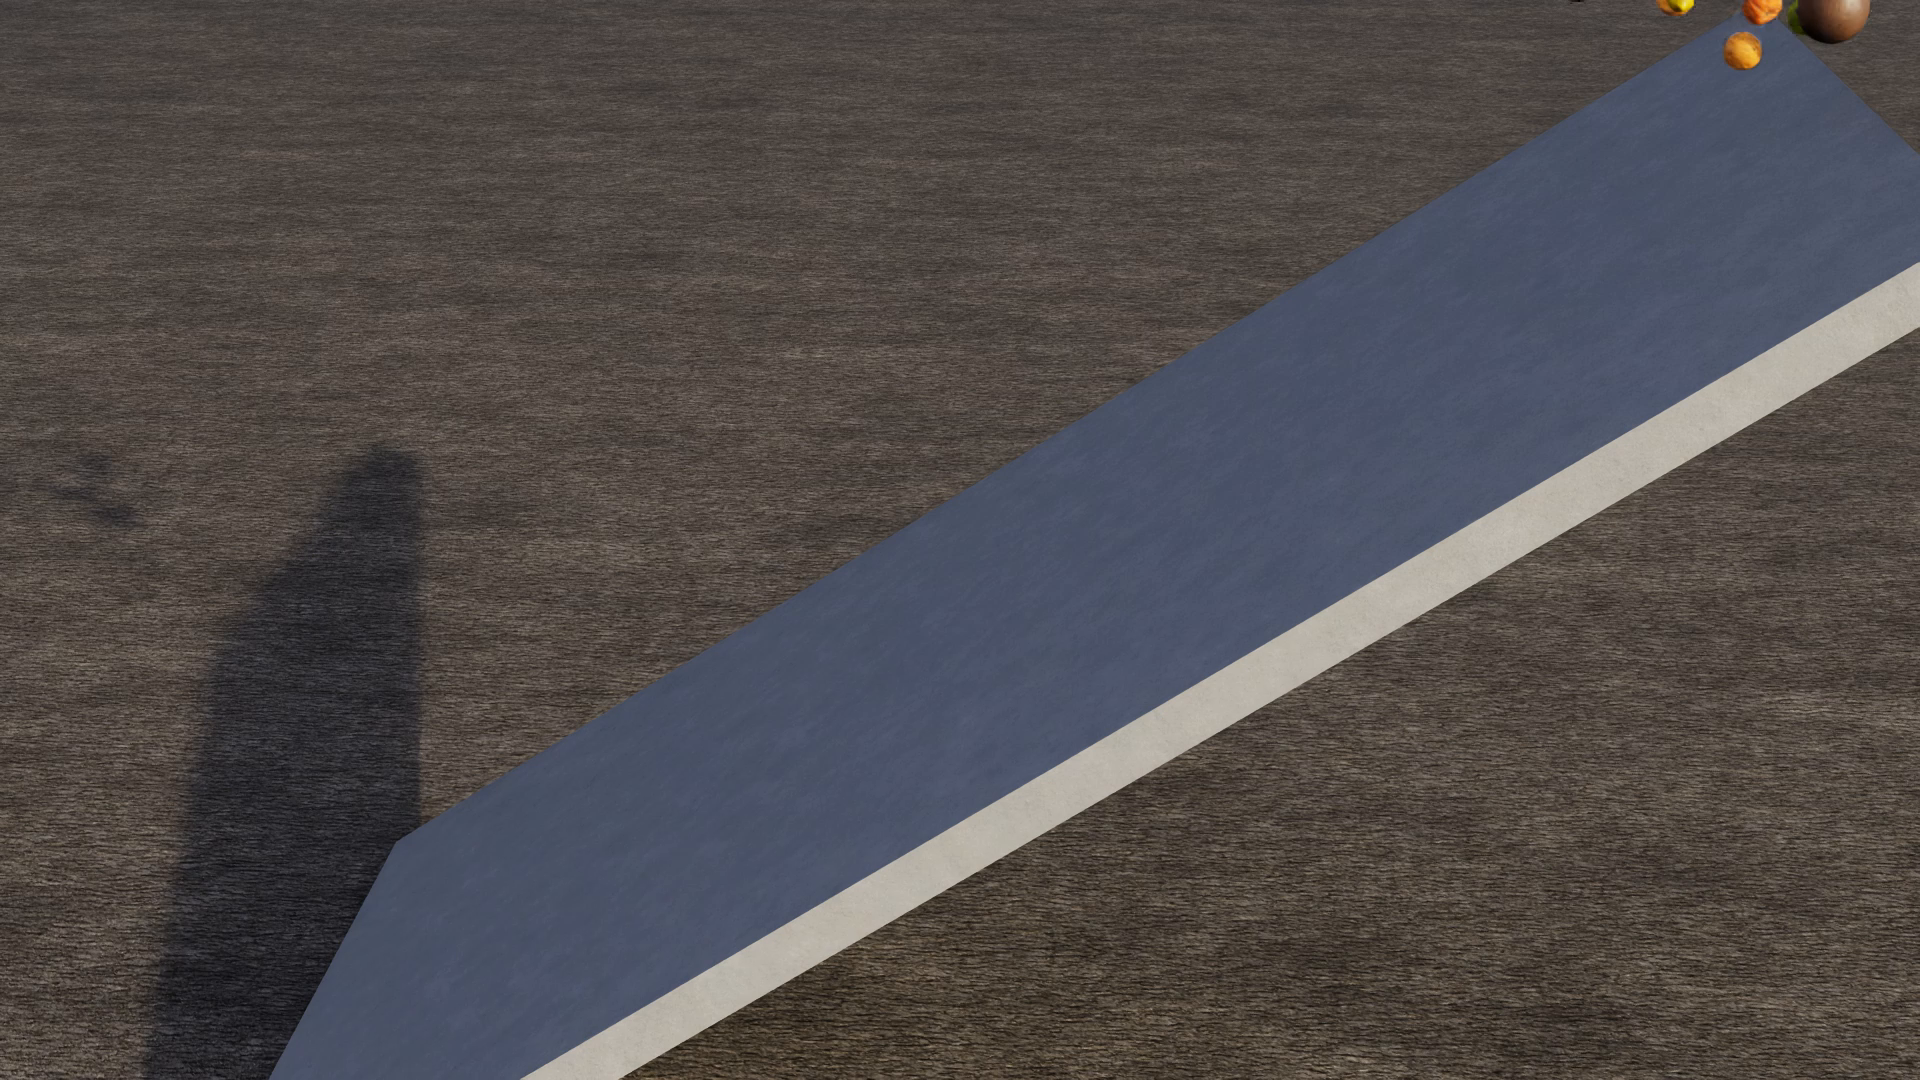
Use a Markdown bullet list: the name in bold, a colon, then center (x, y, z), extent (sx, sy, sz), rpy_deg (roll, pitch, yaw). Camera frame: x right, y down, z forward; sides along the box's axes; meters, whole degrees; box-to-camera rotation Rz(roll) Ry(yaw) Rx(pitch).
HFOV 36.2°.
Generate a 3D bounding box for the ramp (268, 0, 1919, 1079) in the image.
- **ramp**: center (0.138, 0.172, 6.300), extent (4.000, 0.100, 2.000), rpy_deg (-32, 16, 14)
